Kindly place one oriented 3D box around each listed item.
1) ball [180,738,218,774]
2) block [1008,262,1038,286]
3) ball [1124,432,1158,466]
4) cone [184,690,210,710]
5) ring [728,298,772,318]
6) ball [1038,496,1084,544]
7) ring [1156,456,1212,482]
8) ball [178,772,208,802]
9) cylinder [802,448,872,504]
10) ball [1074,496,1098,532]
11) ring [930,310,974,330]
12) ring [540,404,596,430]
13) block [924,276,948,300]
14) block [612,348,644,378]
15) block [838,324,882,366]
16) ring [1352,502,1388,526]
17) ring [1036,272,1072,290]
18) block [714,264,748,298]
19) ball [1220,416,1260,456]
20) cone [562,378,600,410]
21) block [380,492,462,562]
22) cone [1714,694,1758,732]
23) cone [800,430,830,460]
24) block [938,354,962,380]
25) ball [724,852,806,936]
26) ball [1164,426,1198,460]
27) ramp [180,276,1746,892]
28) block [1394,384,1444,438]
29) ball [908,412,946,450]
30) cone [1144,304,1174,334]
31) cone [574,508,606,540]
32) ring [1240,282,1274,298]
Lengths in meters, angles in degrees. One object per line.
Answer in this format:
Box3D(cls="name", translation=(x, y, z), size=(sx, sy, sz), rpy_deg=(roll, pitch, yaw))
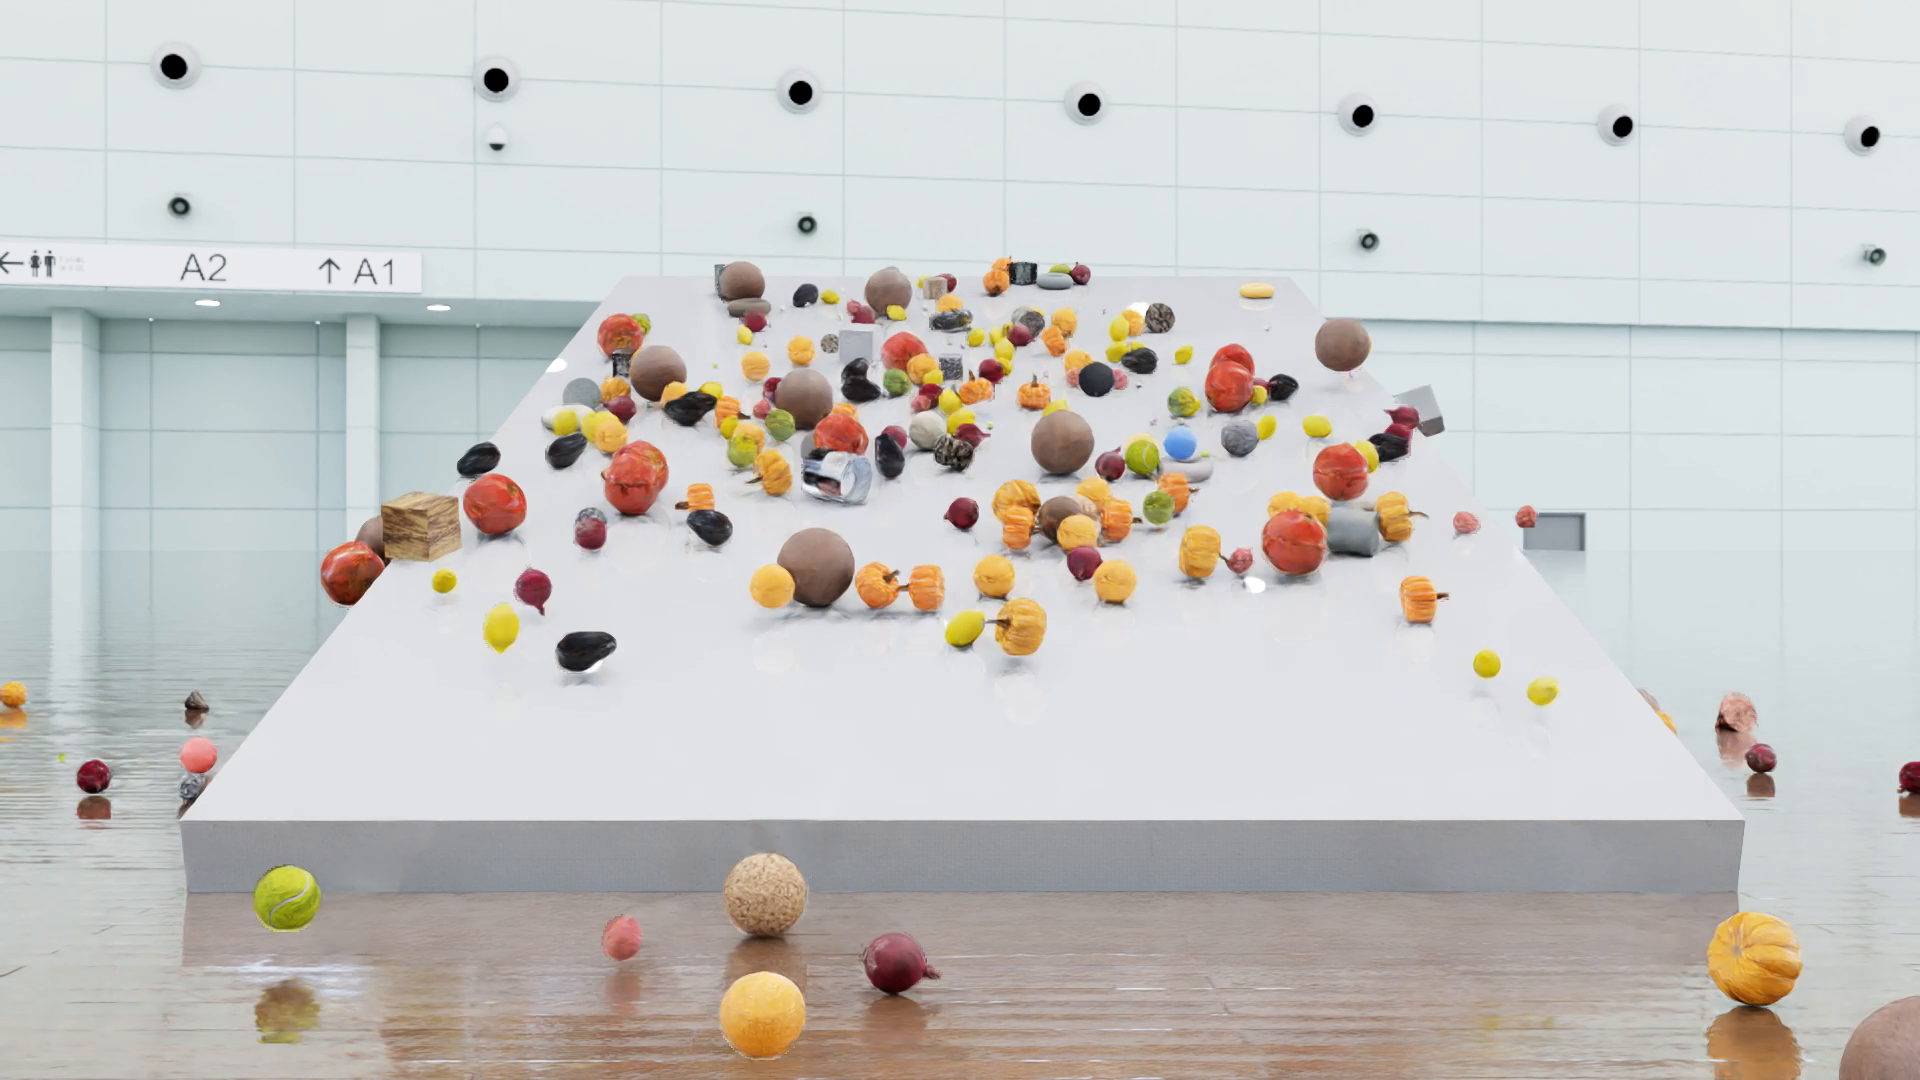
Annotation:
Box3D(cls="ball", translation=(-1.487, 0.421, 4.330), size=(0.070, 0.070, 0.070), rpy_deg=(0, 0, 0))
Box3D(cls="block", translation=(0.186, -0.784, 6.531), size=(0.060, 0.060, 0.060), rpy_deg=(-16, 23, -42))
Box3D(cls="ball", translation=(0.370, -0.184, 4.517), size=(0.070, 0.070, 0.070), rpy_deg=(0, 0, 0))
Box3D(cls="cone", translation=(-2.063, 0.446, 6.026), size=(0.058, 0.058, 0.058), rpy_deg=(27, 4, 7))
Box3D(cls="ring", translation=(-0.576, -0.634, 6.062), size=(0.121, 0.040, 0.121), rpy_deg=(0, 16, 0))
Box3D(cls="ball", translation=(0.183, -0.037, 3.999), size=(0.086, 0.086, 0.086), rpy_deg=(0, 0, 0))
Box3D(cls="ring", translation=(0.450, -0.144, 4.442), size=(0.112, 0.037, 0.112), rpy_deg=(0, 16, 0))
Box3D(cls="ball", translation=(-1.338, 0.430, 3.865), size=(0.050, 0.050, 0.050), rpy_deg=(0, 0, 0))
Box3D(cls="cylinder", translation=(-0.236, -0.123, 4.264), size=(0.096, 0.096, 0.096), rpy_deg=(12, 7, 35))
Box3D(cls="ball", translation=(0.219, -0.047, 4.067), size=(0.067, 0.067, 0.067), rpy_deg=(0, 0, 0))
Box3D(cls="ring", translation=(-0.021, -0.585, 5.884), size=(0.116, 0.039, 0.116), rpy_deg=(-10, 14, 3))
Box3D(cls="ring", translation=(-0.856, -0.266, 4.841), size=(0.117, 0.039, 0.117), rpy_deg=(-1, 17, 0))
Box3D(cls="block", translation=(-0.071, -0.718, 6.321), size=(0.054, 0.054, 0.054), rpy_deg=(-6, 18, -19))
Box3D(cls="block", translation=(-0.799, -0.424, 5.329), size=(0.060, 0.060, 0.060), rpy_deg=(1, 17, 6))
Box3D(cls="block", translation=(-0.246, -0.484, 5.483), size=(0.086, 0.086, 0.086), rpy_deg=(4, 17, 13))
Box3D(cls="ring", translation=(0.759, -0.047, 4.116), size=(0.075, 0.025, 0.075), rpy_deg=(8, 28, -5))
Box3D(cls="ring", translation=(0.275, -0.757, 6.482), size=(0.109, 0.036, 0.109), rpy_deg=(1, 17, 0))
Box3D(cls="block", translation=(-0.655, -0.744, 6.356), size=(0.082, 0.082, 0.082), rpy_deg=(-5, 17, -16))
Box3D(cls="ball", translation=(0.580, -0.215, 4.601), size=(0.081, 0.081, 0.081), rpy_deg=(0, 0, 0))
Box3D(cls="cone", translation=(-0.840, -0.313, 4.994), size=(0.087, 0.087, 0.087), rpy_deg=(0, -10, 6))
Box3D(cls="block", translation=(-0.955, -0.024, 3.933), size=(0.095, 0.095, 0.095), rpy_deg=(7, 18, 22))
Box3D(cls="cone", translation=(1.848, 0.435, 5.345), size=(0.099, 0.099, 0.099), rpy_deg=(0, -27, -20))
Box3D(cls="cone", translation=(-0.283, -0.185, 4.586), size=(0.067, 0.067, 0.067), rpy_deg=(0, -18, 37))
Box3D(cls="block", translation=(-0.023, -0.415, 5.312), size=(0.054, 0.054, 0.054), rpy_deg=(1, 17, 4))
Box3D(cls="ball", translation=(-0.223, 0.406, 2.538), size=(0.094, 0.094, 0.094), rpy_deg=(0, 0, 0))
Box3D(cls="ball", translation=(0.440, -0.194, 4.428), size=(0.066, 0.066, 0.066), rpy_deg=(0, 0, 0))
Box3D(cls="ramp", translation=(-0.003, -0.170, 4.762), size=(2.000, 0.100, 4.000), rpy_deg=(0, 17, 0))
Box3D(cls="block", translation=(1.099, -0.302, 5.304), size=(0.090, 0.090, 0.090), rpy_deg=(-18, -26, 9))
Box3D(cls="ball", translation=(-0.068, -0.229, 4.644), size=(0.081, 0.081, 0.081), rpy_deg=(0, 0, 0))
Box3D(cls="cone", translation=(0.519, -0.577, 5.882), size=(0.083, 0.083, 0.083), rpy_deg=(0, -10, -9))
Box3D(cls="cone", translation=(-0.665, -0.024, 4.054), size=(0.061, 0.061, 0.061), rpy_deg=(0, -10, 10))
Box3D(cls="ring", translation=(0.849, -0.713, 6.345), size=(0.101, 0.034, 0.101), rpy_deg=(0, 16, 0))
